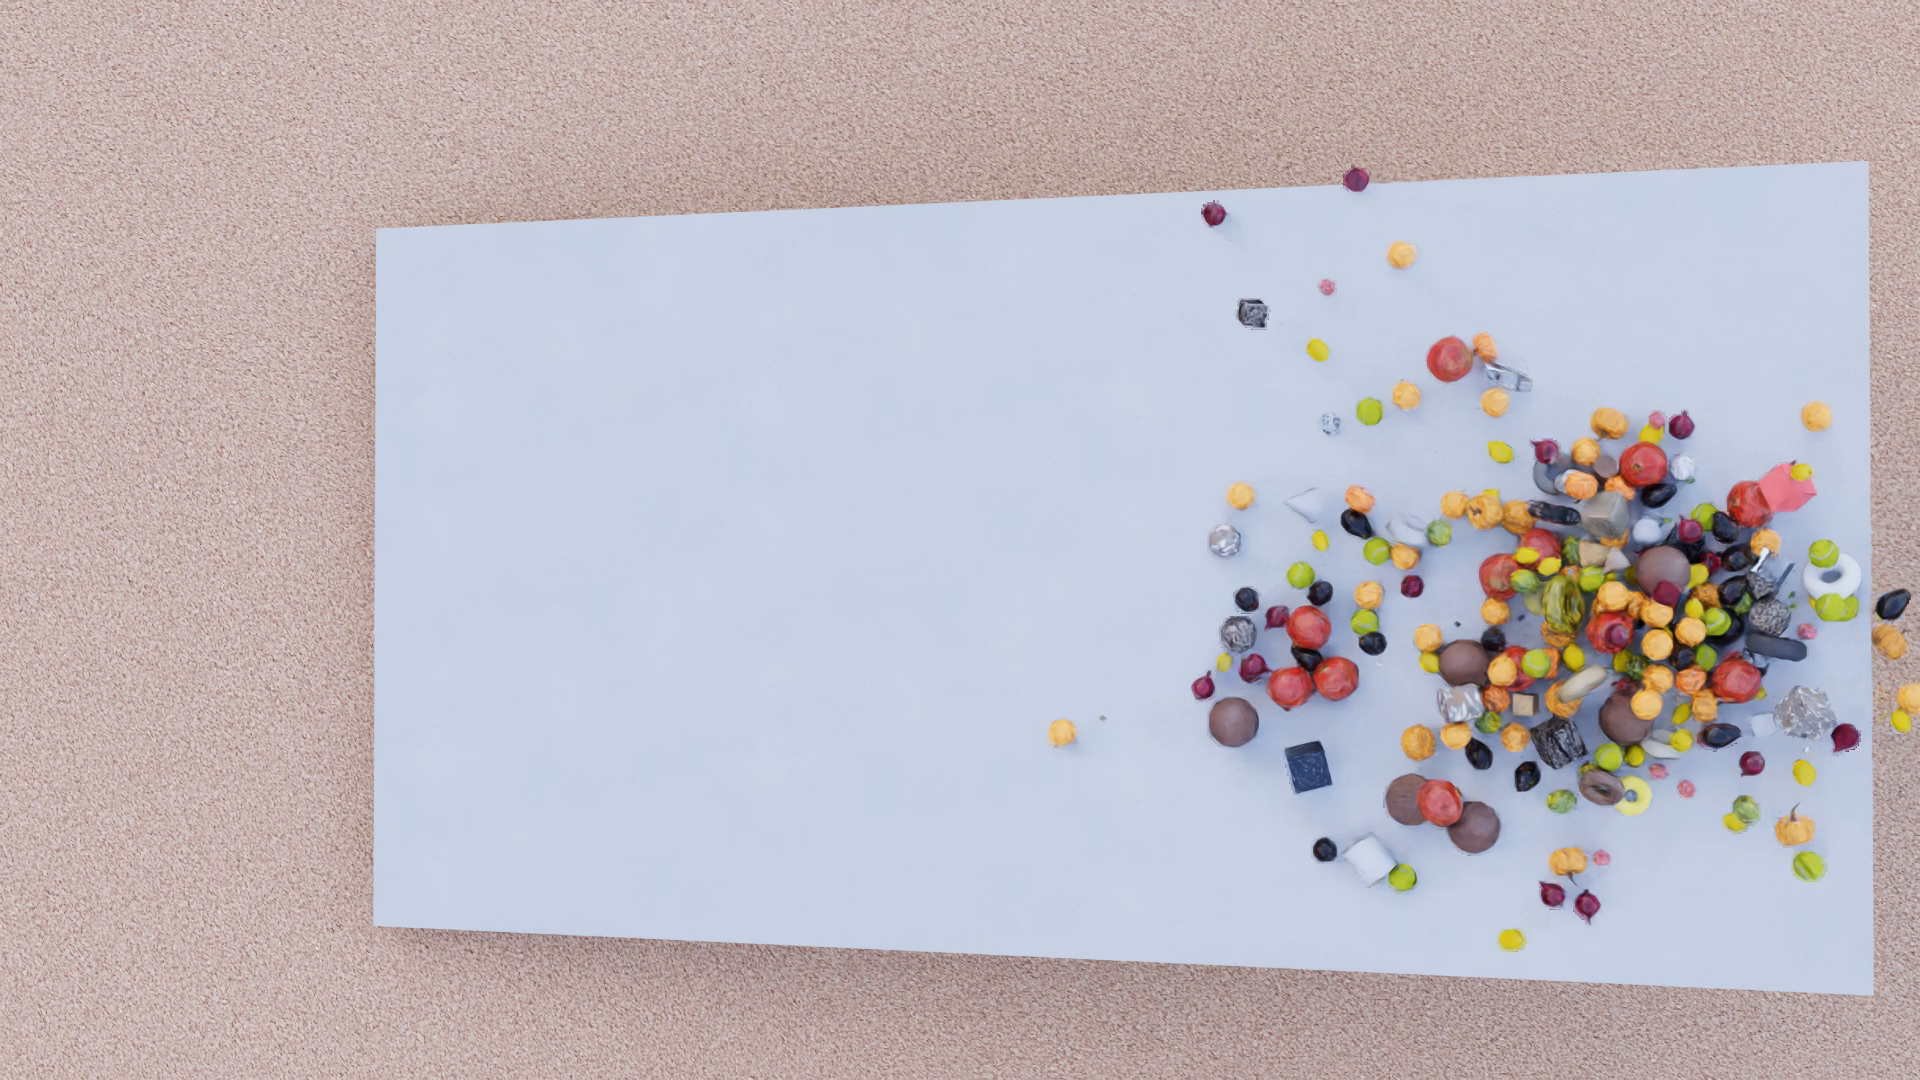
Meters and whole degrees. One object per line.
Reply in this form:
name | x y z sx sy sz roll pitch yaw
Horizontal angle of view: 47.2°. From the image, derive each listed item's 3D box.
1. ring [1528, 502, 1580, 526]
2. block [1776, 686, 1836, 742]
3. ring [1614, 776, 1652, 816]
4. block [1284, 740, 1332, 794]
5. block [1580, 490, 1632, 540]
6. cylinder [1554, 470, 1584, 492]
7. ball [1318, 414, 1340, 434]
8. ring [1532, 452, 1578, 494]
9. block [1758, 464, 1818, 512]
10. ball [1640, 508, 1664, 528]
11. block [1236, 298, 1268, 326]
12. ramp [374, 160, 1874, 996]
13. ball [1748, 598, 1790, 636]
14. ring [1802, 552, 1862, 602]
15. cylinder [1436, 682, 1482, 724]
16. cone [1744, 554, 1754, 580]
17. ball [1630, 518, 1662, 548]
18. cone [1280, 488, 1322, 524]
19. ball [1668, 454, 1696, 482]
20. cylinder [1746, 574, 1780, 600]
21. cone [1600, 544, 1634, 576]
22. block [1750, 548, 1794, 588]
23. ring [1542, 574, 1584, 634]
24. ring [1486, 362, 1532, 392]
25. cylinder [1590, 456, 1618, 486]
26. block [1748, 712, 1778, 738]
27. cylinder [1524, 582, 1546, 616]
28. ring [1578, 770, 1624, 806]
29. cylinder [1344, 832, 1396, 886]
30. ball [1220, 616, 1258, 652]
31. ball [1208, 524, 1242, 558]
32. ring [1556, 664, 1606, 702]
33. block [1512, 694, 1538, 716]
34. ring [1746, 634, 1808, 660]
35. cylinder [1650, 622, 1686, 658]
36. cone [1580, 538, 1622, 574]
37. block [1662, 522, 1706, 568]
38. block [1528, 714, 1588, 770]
ring | 1.449 -0.064 5.361 0.129 0.129 0.043 12 92 0
block | 2.013 0.413 5.234 0.084 0.084 0.084 12 134 -17
ring | 1.645 0.627 5.389 0.098 0.033 0.098 0 89 17
block | 0.875 0.570 5.532 0.093 0.093 0.093 -14 99 5
block | 1.568 -0.061 5.341 0.081 0.081 0.081 51 58 -37
cylinder | 1.492 -0.144 5.390 0.051 0.051 0.051 1 82 -9
ball | 0.939 -0.294 5.582 0.054 0.054 0.054 0 89 0
ring | 1.473 -0.166 5.446 0.107 0.036 0.107 0 88 15
block | 1.962 -0.123 5.214 0.080 0.080 0.080 3 55 -31
ball | 1.692 -0.050 5.373 0.055 0.055 0.055 0 89 0
block | 0.725 -0.564 5.454 0.053 0.053 0.053 -1 117 -20
ramp | 0.265 0.097 5.837 4.000 0.100 2.000 0 89 15
ball | 1.943 0.186 5.279 0.095 0.095 0.095 0 89 0
ring | 2.079 0.087 5.247 0.134 0.045 0.134 -16 49 20
cylinder | 1.215 0.397 5.347 0.085 0.085 0.085 -12 89 -5
cone | 1.916 0.058 5.323 0.057 0.057 0.057 -14 65 0
ball | 1.664 -0.017 5.332 0.070 0.070 0.070 0 89 0
cone | 0.854 -0.093 5.563 0.092 0.092 0.092 7 89 -15
ball | 1.759 -0.175 5.353 0.066 0.066 0.066 0 89 0
cylinder | 1.935 0.110 5.299 0.057 0.057 0.057 -20 65 0
cone | 1.572 0.061 5.303 0.072 0.072 0.072 -44 89 9
block | 1.933 0.065 5.236 0.064 0.064 0.064 30 100 0
ring | 1.464 0.156 5.338 0.148 0.049 0.148 8 79 -43
ring | 1.357 -0.402 5.432 0.123 0.123 0.041 24 107 0
cylinder | 1.581 -0.170 5.397 0.057 0.057 0.057 -3 70 7
block | 1.936 0.445 5.304 0.051 0.051 0.051 -15 85 14
cylinder | 1.435 0.146 5.426 0.085 0.085 0.085 0 89 15
ring | 1.557 0.602 5.339 0.113 0.113 0.038 32 54 0
cylinder | 1.029 0.802 5.519 0.097 0.097 0.097 -35 80 0
ball | 0.712 0.242 5.615 0.093 0.093 0.093 0 89 0
ball | 0.678 0.003 5.632 0.085 0.085 0.085 0 89 0
ring | 1.485 0.344 5.255 0.134 0.134 0.045 -31 74 0
block | 1.399 0.408 5.444 0.052 0.052 0.052 1 89 26
ring | 1.937 0.254 5.218 0.141 0.141 0.047 11 94 0
cylinder | 1.721 0.242 5.346 0.078 0.078 0.078 2 94 21
cone | 1.574 0.034 5.374 0.091 0.091 0.091 -11 89 32
block | 1.755 0.011 5.337 0.073 0.073 0.073 29 108 8
block | 1.465 0.494 5.387 0.089 0.089 0.089 -28 101 -2
